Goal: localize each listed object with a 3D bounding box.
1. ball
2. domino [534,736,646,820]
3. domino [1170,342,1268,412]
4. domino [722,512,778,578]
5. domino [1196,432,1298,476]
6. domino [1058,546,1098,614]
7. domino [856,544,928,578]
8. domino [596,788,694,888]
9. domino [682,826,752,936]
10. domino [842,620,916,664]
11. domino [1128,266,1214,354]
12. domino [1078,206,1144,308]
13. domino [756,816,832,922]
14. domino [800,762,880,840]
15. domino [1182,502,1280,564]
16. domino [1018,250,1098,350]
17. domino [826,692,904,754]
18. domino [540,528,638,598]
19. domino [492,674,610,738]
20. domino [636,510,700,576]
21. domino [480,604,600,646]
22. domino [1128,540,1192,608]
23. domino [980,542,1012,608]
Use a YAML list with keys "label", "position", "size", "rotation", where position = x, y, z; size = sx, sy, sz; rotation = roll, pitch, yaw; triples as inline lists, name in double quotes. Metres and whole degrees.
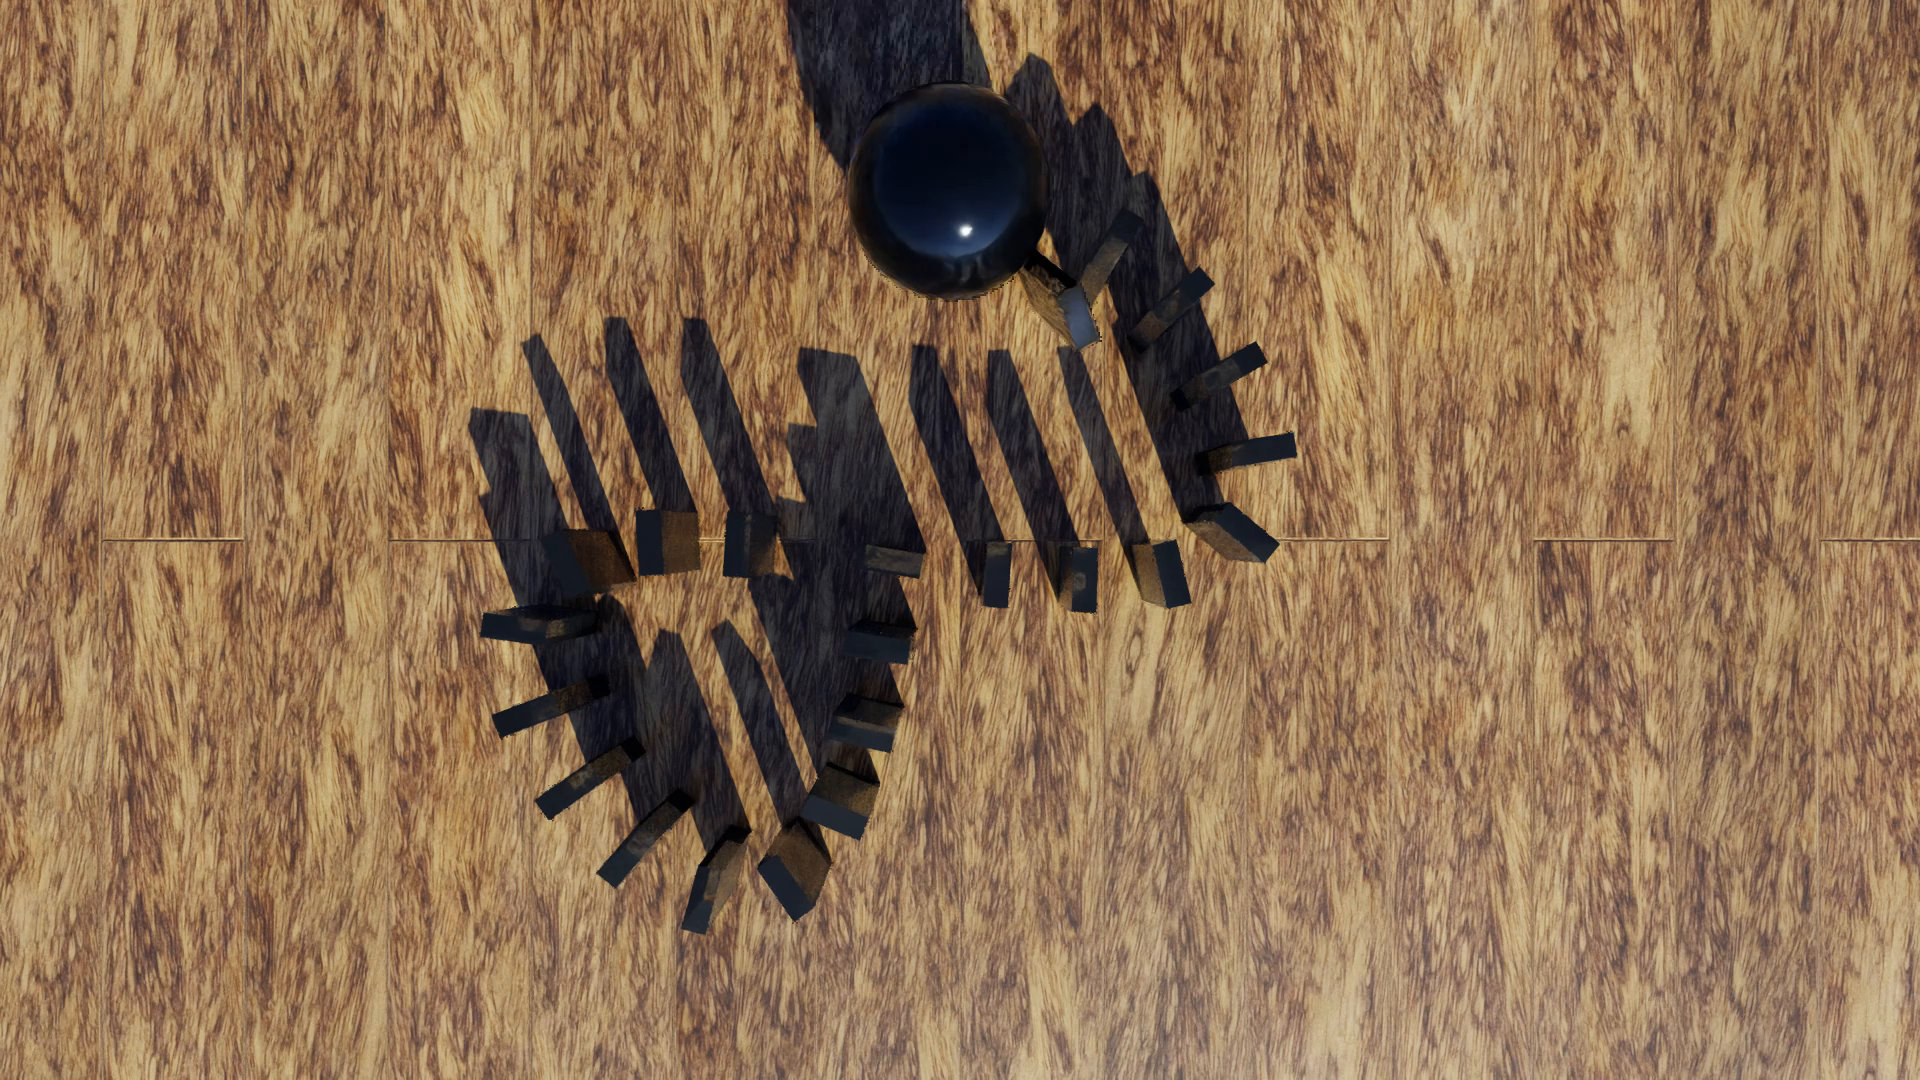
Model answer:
- label: "ball"
  position: [-0.004, -0.136, 0.360]
  size: [0.080, 0.080, 0.080]
  rotation: [0, 90, 0]
- label: "domino"
  position: [-0.150, 0.096, 0.375]
  size: [0.025, 0.050, 0.009]
  rotation: [-35, 90, 0]
- label: "domino"
  position: [0.105, -0.066, 0.375]
  size: [0.025, 0.050, 0.009]
  rotation: [-29, 90, 0]
- label: "domino"
  position: [-0.085, 0.002, 0.375]
  size: [0.010, 0.050, 0.025]
  rotation: [4, 90, 0]
- label: "domino"
  position: [0.116, -0.035, 0.375]
  size: [0.025, 0.050, 0.010]
  rotation: [-9, 90, 0]
- label: "domino"
  position: [0.048, 0.015, 0.375]
  size: [0.009, 0.050, 0.025]
  rotation: [2, 90, 0]
- label: "domino"
  position: [-0.027, 0.008, 0.375]
  size: [0.025, 0.050, 0.009]
  rotation: [10, 90, 0]
- label: "domino"
  position: [-0.127, 0.121, 0.375]
  size: [0.010, 0.050, 0.025]
  rotation: [40, 90, 0]
- label: "domino"
  position: [-0.099, 0.138, 0.375]
  size: [0.009, 0.050, 0.025]
  rotation: [15, 90, 0]
- label: "domino"
  position: [-0.032, 0.041, 0.375]
  size: [0.025, 0.050, 0.010]
  rotation: [9, 90, 0]
- label: "domino"
  position: [0.085, -0.093, 0.375]
  size: [0.025, 0.050, 0.009]
  rotation: [-42, 90, 0]
- label: "domino"
  position: [0.060, -0.114, 0.375]
  size: [0.009, 0.050, 0.025]
  rotation: [32, 90, 0]
- label: "domino"
  position: [-0.067, 0.133, 0.375]
  size: [0.010, 0.050, 0.025]
  rotation: [-35, 90, 0]
- label: "domino"
  position: [-0.048, 0.106, 0.375]
  size: [0.025, 0.050, 0.009]
  rotation: [23, 90, 0]
- label: "domino"
  position: [0.110, -0.003, 0.375]
  size: [0.025, 0.050, 0.010]
  rotation: [40, 90, 0]
- label: "domino"
  position: [0.038, -0.099, 0.373]
  size: [0.010, 0.050, 0.025]
  rotation: [-29, 127, 0]
- label: "domino"
  position: [-0.038, 0.074, 0.375]
  size: [0.025, 0.050, 0.009]
  rotation: [13, 90, 0]
- label: "domino"
  position: [-0.151, 0.009, 0.375]
  size: [0.009, 0.050, 0.025]
  rotation: [-27, 90, 0]
- label: "domino"
  position: [-0.166, 0.067, 0.375]
  size: [0.025, 0.050, 0.009]
  rotation: [-21, 90, 0]
- label: "domino"
  position: [-0.119, 0.001, 0.375]
  size: [0.009, 0.050, 0.025]
  rotation: [-3, 90, 0]
- label: "domino"
  position: [-0.170, 0.034, 0.375]
  size: [0.025, 0.050, 0.010]
  rotation: [8, 90, 0]
- label: "domino"
  position: [0.081, 0.013, 0.375]
  size: [0.010, 0.050, 0.025]
  rotation: [-14, 90, 0]
- label: "domino"
  position: [0.014, 0.013, 0.375]
  size: [0.009, 0.050, 0.025]
  rotation: [4, 90, 0]
